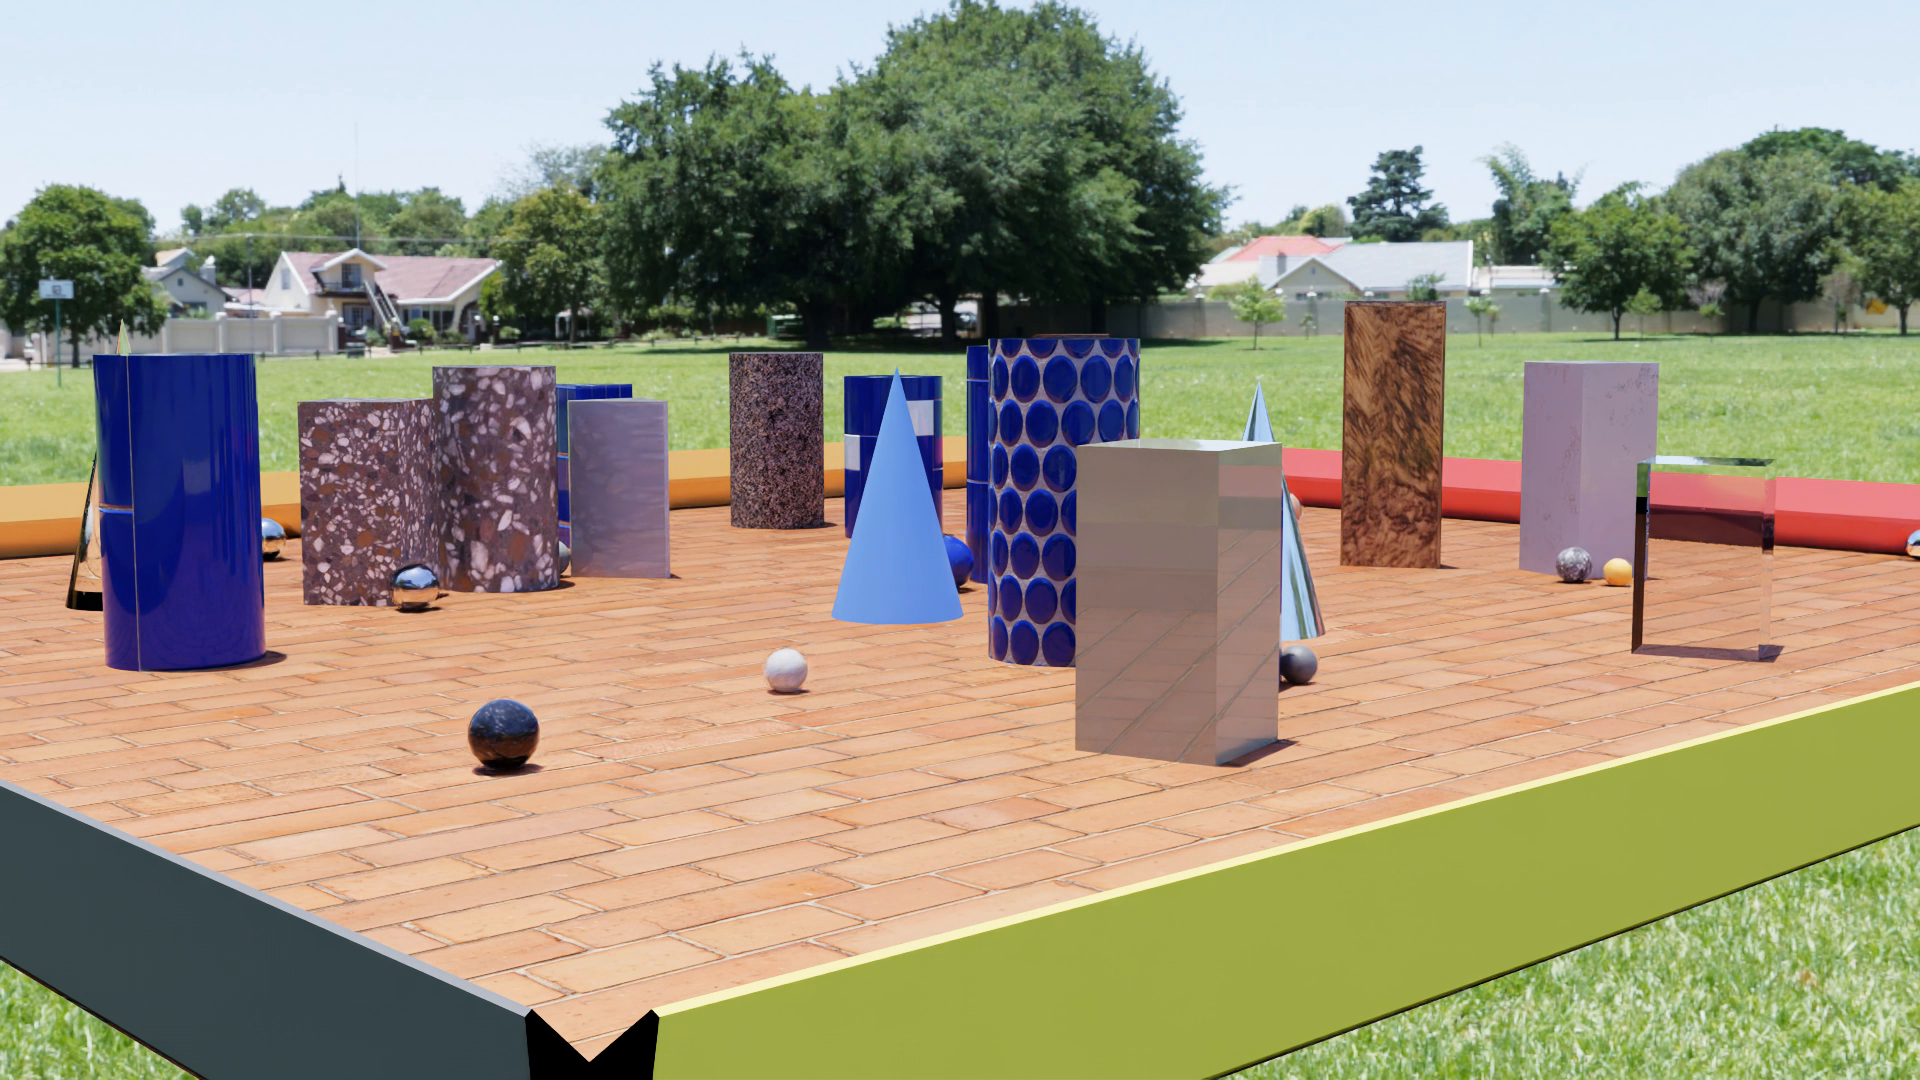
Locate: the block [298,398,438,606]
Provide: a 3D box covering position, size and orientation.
[{"bbox_3d":[-0.906,-0.062,3.375,0.155,0.307,0.155,1,6,7],"label":"block"}]

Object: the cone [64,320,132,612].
[{"bbox_3d":[-1.258,-0.119,3.323,0.194,0.431,0.194,0,6,0],"label":"cone"}]

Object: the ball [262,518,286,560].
[{"bbox_3d":[-1.238,-0.002,3.914,0.075,0.075,0.075,0,6,0],"label":"ball"}]

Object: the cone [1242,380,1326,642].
[{"bbox_3d":[0.411,-0.047,3.036,0.194,0.348,0.194,0,6,0],"label":"cone"}]

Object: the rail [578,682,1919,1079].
[{"bbox_3d":[1.087,0.156,2.161,3.463,0.126,0.045,-6,8,-42],"label":"rail"}]

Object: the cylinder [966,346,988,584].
[{"bbox_3d":[0.107,-0.127,3.624,0.194,0.384,0.194,0,6,0],"label":"cylinder"}]

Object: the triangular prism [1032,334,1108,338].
[{"bbox_3d":[0.253,-0.209,4.354,0.168,0.395,0.145,4,7,35],"label":"triangular prism"}]

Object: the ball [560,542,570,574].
[{"bbox_3d":[-0.682,0.030,3.668,0.063,0.063,0.063,0,6,0],"label":"ball"}]

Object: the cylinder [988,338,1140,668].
[{"bbox_3d":[0.133,-0.054,2.819,0.194,0.407,0.194,0,6,0],"label":"cylinder"}]

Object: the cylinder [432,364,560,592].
[{"bbox_3d":[-0.746,-0.103,3.543,0.194,0.354,0.194,0,6,0],"label":"cylinder"}]

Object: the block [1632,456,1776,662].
[{"bbox_3d":[0.973,0.021,2.873,0.155,0.248,0.155,3,7,25],"label":"block"}]

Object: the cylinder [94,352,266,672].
[{"bbox_3d":[-0.986,-0.041,2.784,0.194,0.388,0.194,0,6,0],"label":"cylinder"}]

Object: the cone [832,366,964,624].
[{"bbox_3d":[-0.091,-0.071,3.193,0.194,0.364,0.194,0,6,0],"label":"cone"}]

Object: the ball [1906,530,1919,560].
[{"bbox_3d":[1.707,0.009,3.898,0.057,0.057,0.057,0,6,0],"label":"ball"}]

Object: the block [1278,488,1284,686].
[{"bbox_3d":[0.276,0.059,2.570,0.155,0.235,0.155,3,7,29],"label":"block"}]

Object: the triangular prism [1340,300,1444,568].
[{"bbox_3d":[0.765,-0.188,3.856,0.168,0.458,0.145,2,6,16],"label":"triangular prism"}]

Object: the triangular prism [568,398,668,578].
[{"bbox_3d":[-0.557,-0.091,3.718,0.168,0.294,0.145,1,6,8],"label":"triangular prism"}]

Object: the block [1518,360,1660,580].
[{"bbox_3d":[1.061,-0.122,3.715,0.155,0.356,0.155,-3,6,-23],"label":"block"}]

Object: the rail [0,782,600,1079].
[{"bbox_3d":[-1.255,0.154,2.180,0.045,0.126,3.252,-6,8,-42],"label":"rail"}]

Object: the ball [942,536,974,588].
[{"bbox_3d":[-0.021,0.037,3.490,0.087,0.087,0.087,0,6,0],"label":"ball"}]

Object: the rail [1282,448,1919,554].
[{"bbox_3d":[1.255,-0.088,4.484,0.045,0.126,3.252,-6,8,-42],"label":"rail"}]

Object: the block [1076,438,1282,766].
[{"bbox_3d":[0.223,0.057,2.236,0.155,0.309,0.155,4,7,31],"label":"block"}]

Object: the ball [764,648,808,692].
[{"bbox_3d":[-0.203,0.152,2.565,0.051,0.051,0.051,0,6,0],"label":"ball"}]

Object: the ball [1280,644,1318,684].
[{"bbox_3d":[0.403,0.148,2.624,0.047,0.047,0.047,0,6,0],"label":"ball"}]

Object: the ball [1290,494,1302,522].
[{"bbox_3d":[0.653,-0.060,4.460,0.078,0.078,0.078,0,6,0],"label":"ball"}]

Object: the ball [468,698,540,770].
[{"bbox_3d":[-0.442,0.188,2.131,0.069,0.069,0.069,0,6,0],"label":"ball"}]

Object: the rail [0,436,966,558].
[{"bbox_3d":[-1.087,-0.090,4.503,3.463,0.126,0.045,-6,8,-42],"label":"rail"}]

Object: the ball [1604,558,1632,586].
[{"bbox_3d":[1.062,0.052,3.549,0.045,0.045,0.045,0,6,0],"label":"ball"}]

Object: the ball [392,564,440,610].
[{"bbox_3d":[-0.808,0.070,3.262,0.069,0.069,0.069,0,6,0],"label":"ball"}]

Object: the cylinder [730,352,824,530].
[{"bbox_3d":[-0.378,-0.208,4.539,0.194,0.355,0.194,0,6,0],"label":"cylinder"}]

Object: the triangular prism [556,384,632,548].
[{"bbox_3d":[-0.686,-0.143,4.164,0.145,0.304,0.168,-4,7,-33],"label":"triangular prism"}]

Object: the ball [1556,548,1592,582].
[{"bbox_3d":[1.004,0.041,3.592,0.058,0.058,0.058,0,6,0],"label":"ball"}]

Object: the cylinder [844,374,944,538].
[{"bbox_3d":[-0.130,-0.164,4.316,0.194,0.314,0.194,0,6,0],"label":"cylinder"}]
